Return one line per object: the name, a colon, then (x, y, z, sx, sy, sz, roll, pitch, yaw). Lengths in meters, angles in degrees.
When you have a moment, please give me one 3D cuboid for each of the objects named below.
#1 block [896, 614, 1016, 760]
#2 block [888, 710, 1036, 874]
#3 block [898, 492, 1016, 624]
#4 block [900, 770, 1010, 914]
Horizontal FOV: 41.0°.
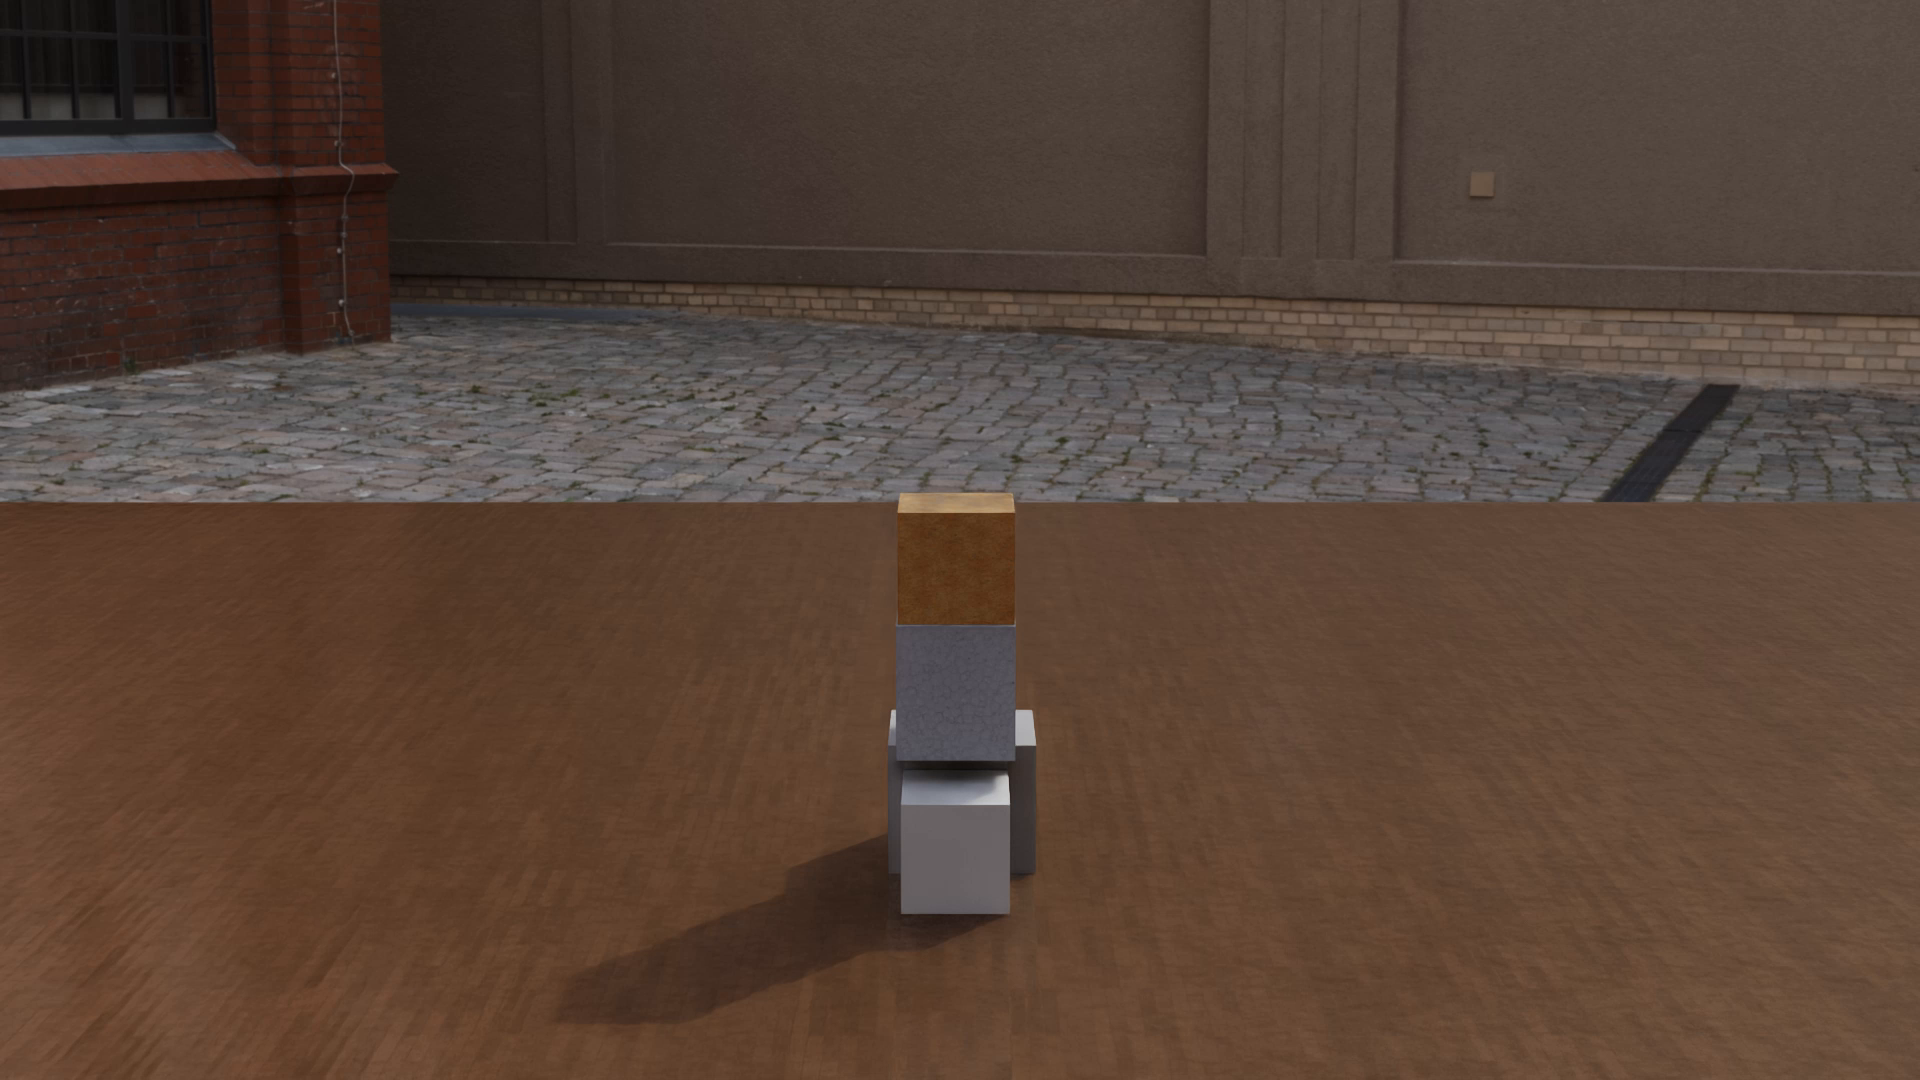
block: (-0.018, 0.607, 11.291, 0.513, 0.592, 0.595, 0, 10, 0)
block: (0.009, 1.137, 11.671, 0.655, 0.587, 0.641, 0, 10, 0)
block: (-0.016, 0.077, 11.194, 0.500, 0.486, 0.528, 0, 10, 0)
block: (-0.019, 1.299, 11.086, 0.460, 0.479, 0.548, 0, 10, 0)
